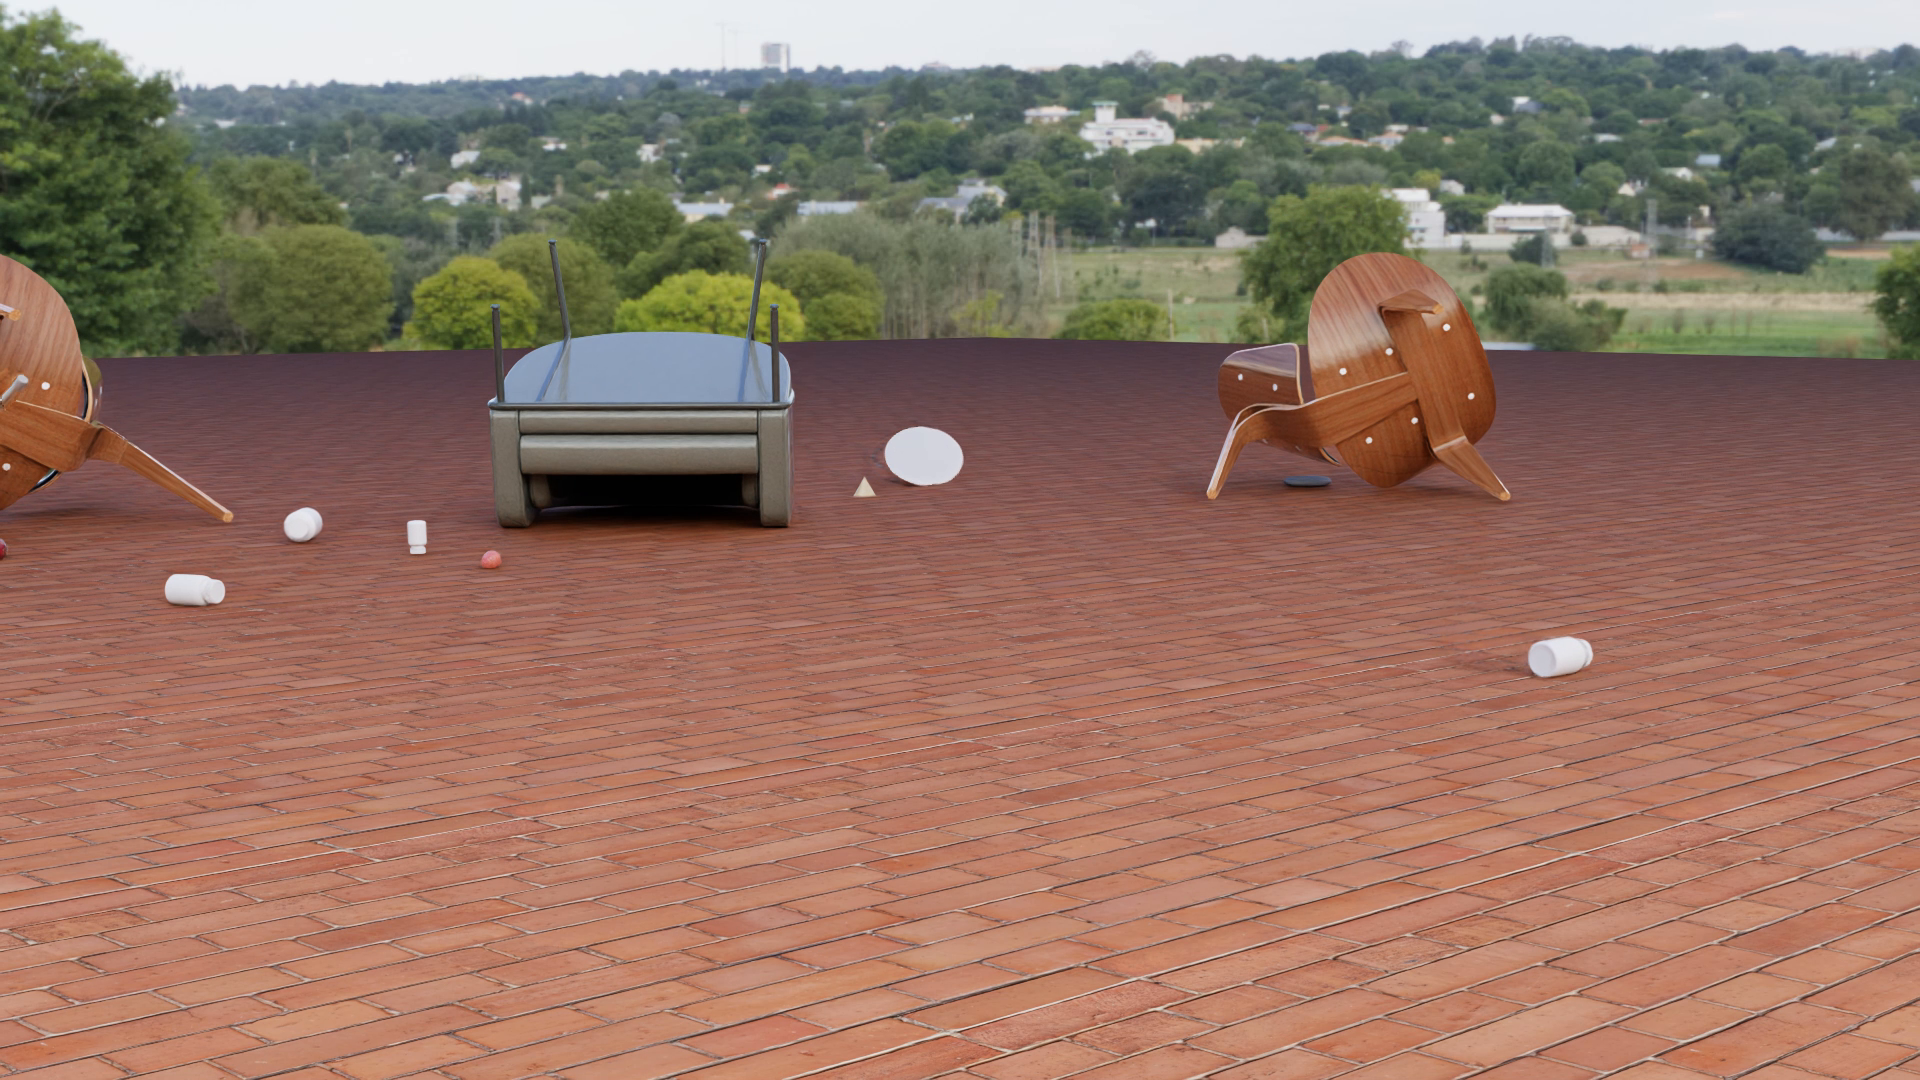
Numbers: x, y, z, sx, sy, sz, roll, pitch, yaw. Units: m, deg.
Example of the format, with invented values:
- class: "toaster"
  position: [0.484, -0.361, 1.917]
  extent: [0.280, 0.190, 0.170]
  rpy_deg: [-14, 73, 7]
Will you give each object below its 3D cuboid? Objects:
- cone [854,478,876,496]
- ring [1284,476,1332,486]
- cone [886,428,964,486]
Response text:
- class: "cone"
  position: [-0.286, -0.161, 7.688]
  extent: [0.074, 0.060, 0.042]
  rpy_deg: [-4, 7, -31]
- class: "ring"
  position: [1.094, -0.185, 8.072]
  extent: [0.171, 0.029, 0.130]
  rpy_deg: [-5, 8, -43]
- class: "cone"
  position: [-0.128, -0.227, 8.185]
  extent: [0.252, 0.208, 0.170]
  rpy_deg: [1, -26, -11]
